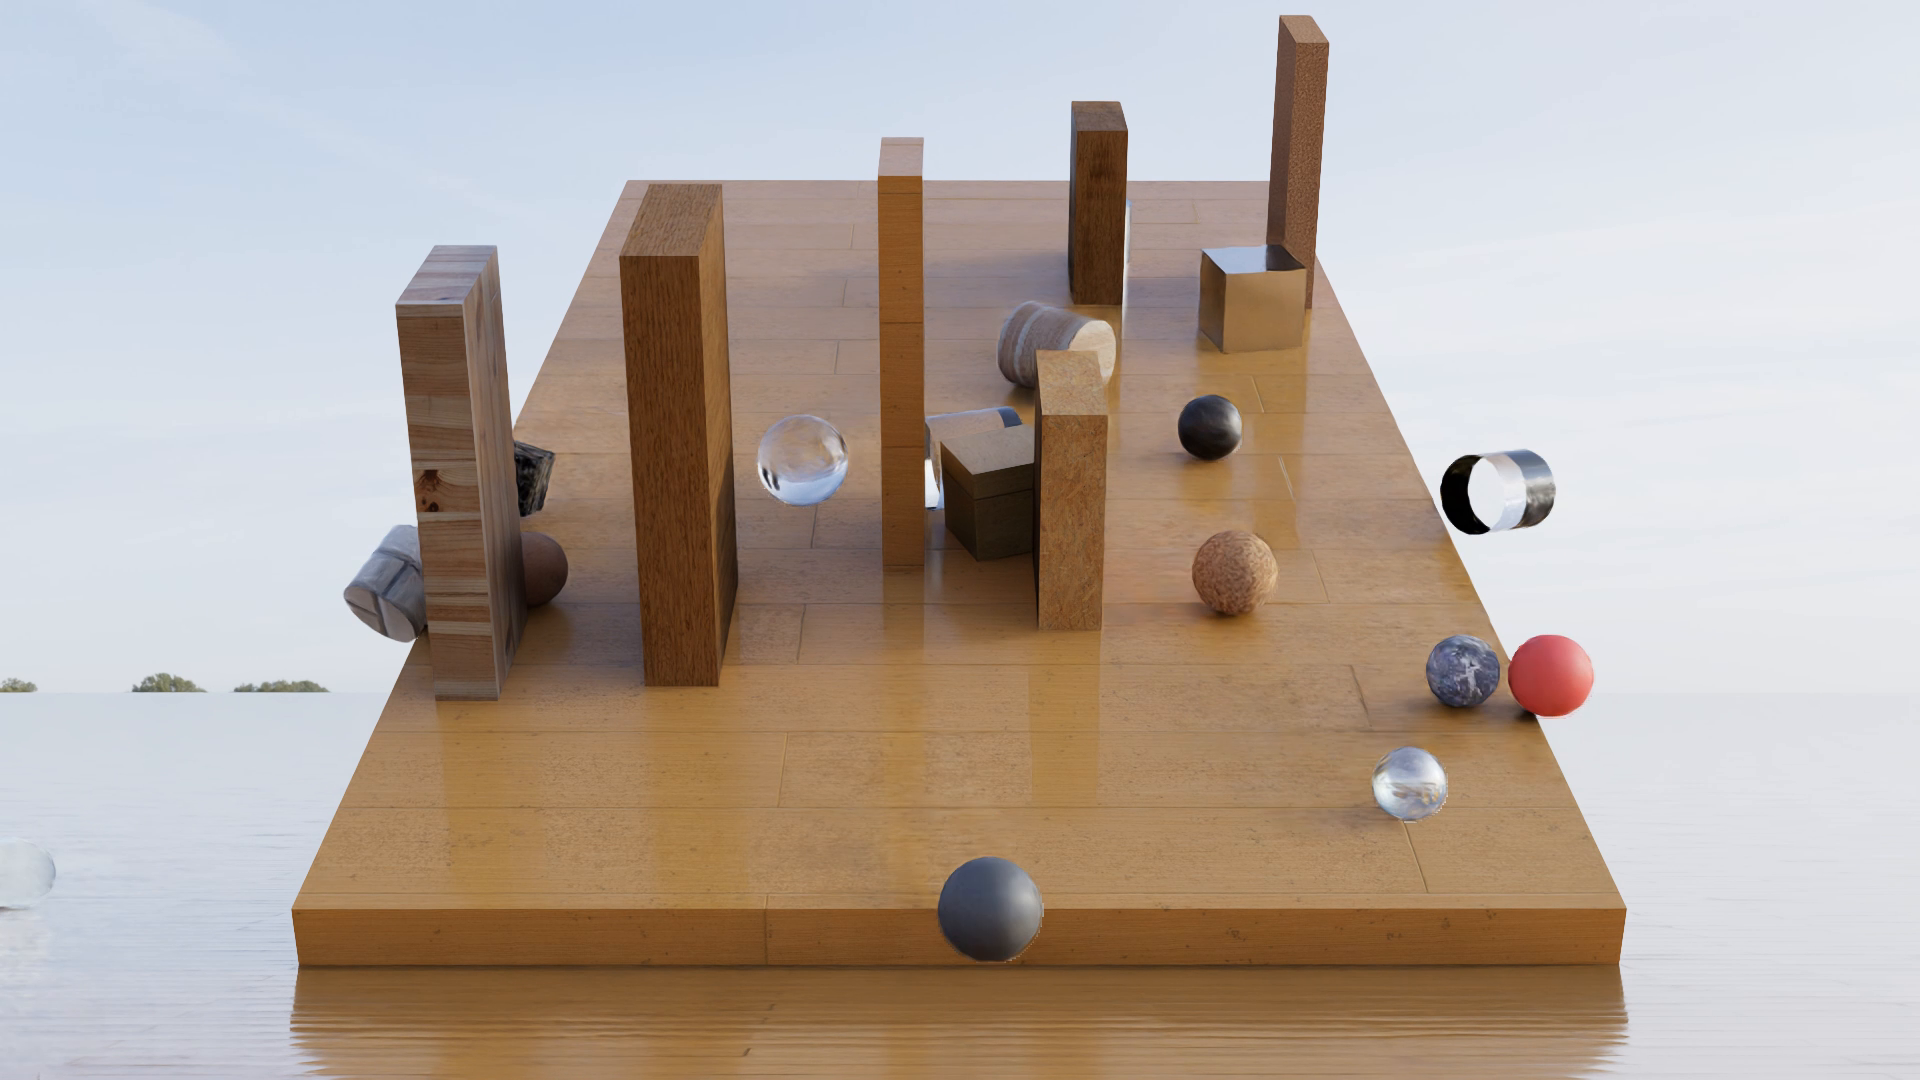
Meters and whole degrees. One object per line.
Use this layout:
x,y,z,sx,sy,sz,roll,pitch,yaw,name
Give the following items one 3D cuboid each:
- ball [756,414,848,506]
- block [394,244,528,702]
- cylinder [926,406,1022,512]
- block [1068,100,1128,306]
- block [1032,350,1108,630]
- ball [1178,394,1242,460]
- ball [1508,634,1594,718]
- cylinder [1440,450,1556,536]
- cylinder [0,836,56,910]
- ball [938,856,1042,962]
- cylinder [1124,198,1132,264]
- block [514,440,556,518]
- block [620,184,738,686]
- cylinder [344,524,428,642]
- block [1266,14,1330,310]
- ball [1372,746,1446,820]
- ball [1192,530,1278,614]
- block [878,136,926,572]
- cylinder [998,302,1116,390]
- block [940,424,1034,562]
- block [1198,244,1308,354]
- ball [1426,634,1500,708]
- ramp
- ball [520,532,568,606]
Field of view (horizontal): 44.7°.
-0.326,-0.164,4.837,0.191,0.191,0.191,0,-4,0,ball
-0.863,-0.117,4.078,0.109,0.729,0.323,0,24,0,block
0.018,-0.169,4.844,0.196,0.196,0.196,-8,-1,-18,cylinder
0.358,-0.883,6.099,0.129,0.460,0.310,0,24,0,block
0.204,-0.098,4.405,0.117,0.429,0.340,0,24,0,block
0.545,-0.245,5.079,0.142,0.142,0.142,0,-4,0,ball
1.019,0.234,4.025,0.144,0.144,0.144,0,-4,0,ball
1.100,-0.099,4.769,0.164,0.164,0.164,-7,1,-38,cylinder
-1.810,0.637,4.464,0.129,0.129,0.129,2,-4,-29,cylinder
0.043,0.532,3.363,0.149,0.149,0.149,0,-4,0,ball
0.387,-0.844,6.376,0.160,0.160,0.160,0,24,0,cylinder
-0.910,-0.129,4.738,0.121,0.121,0.121,17,11,5,block
-0.493,-0.191,4.165,0.130,0.794,0.429,0,24,0,block
-1.033,0.080,4.328,0.156,0.156,0.156,22,-32,15,cylinder
0.868,-0.979,6.037,0.082,0.689,0.330,0,24,0,block
0.716,0.388,3.716,0.117,0.117,0.117,0,-4,0,ball
0.516,0.061,4.384,0.159,0.159,0.159,0,-4,0,ball
-0.111,-0.357,4.532,0.082,0.796,0.276,0,24,0,block
0.226,-0.438,5.436,0.197,0.197,0.197,20,9,37,cylinder
0.086,-0.097,4.679,0.189,0.189,0.189,-12,27,-17,block
0.723,-0.598,5.783,0.205,0.205,0.205,-5,25,-11,block
0.875,0.228,4.057,0.126,0.126,0.126,0,-4,0,ball
-0.008,-0.229,5.333,2.000,0.100,4.000,0,24,0,ramp
-0.813,0.055,4.411,0.142,0.142,0.142,0,-4,0,ball
